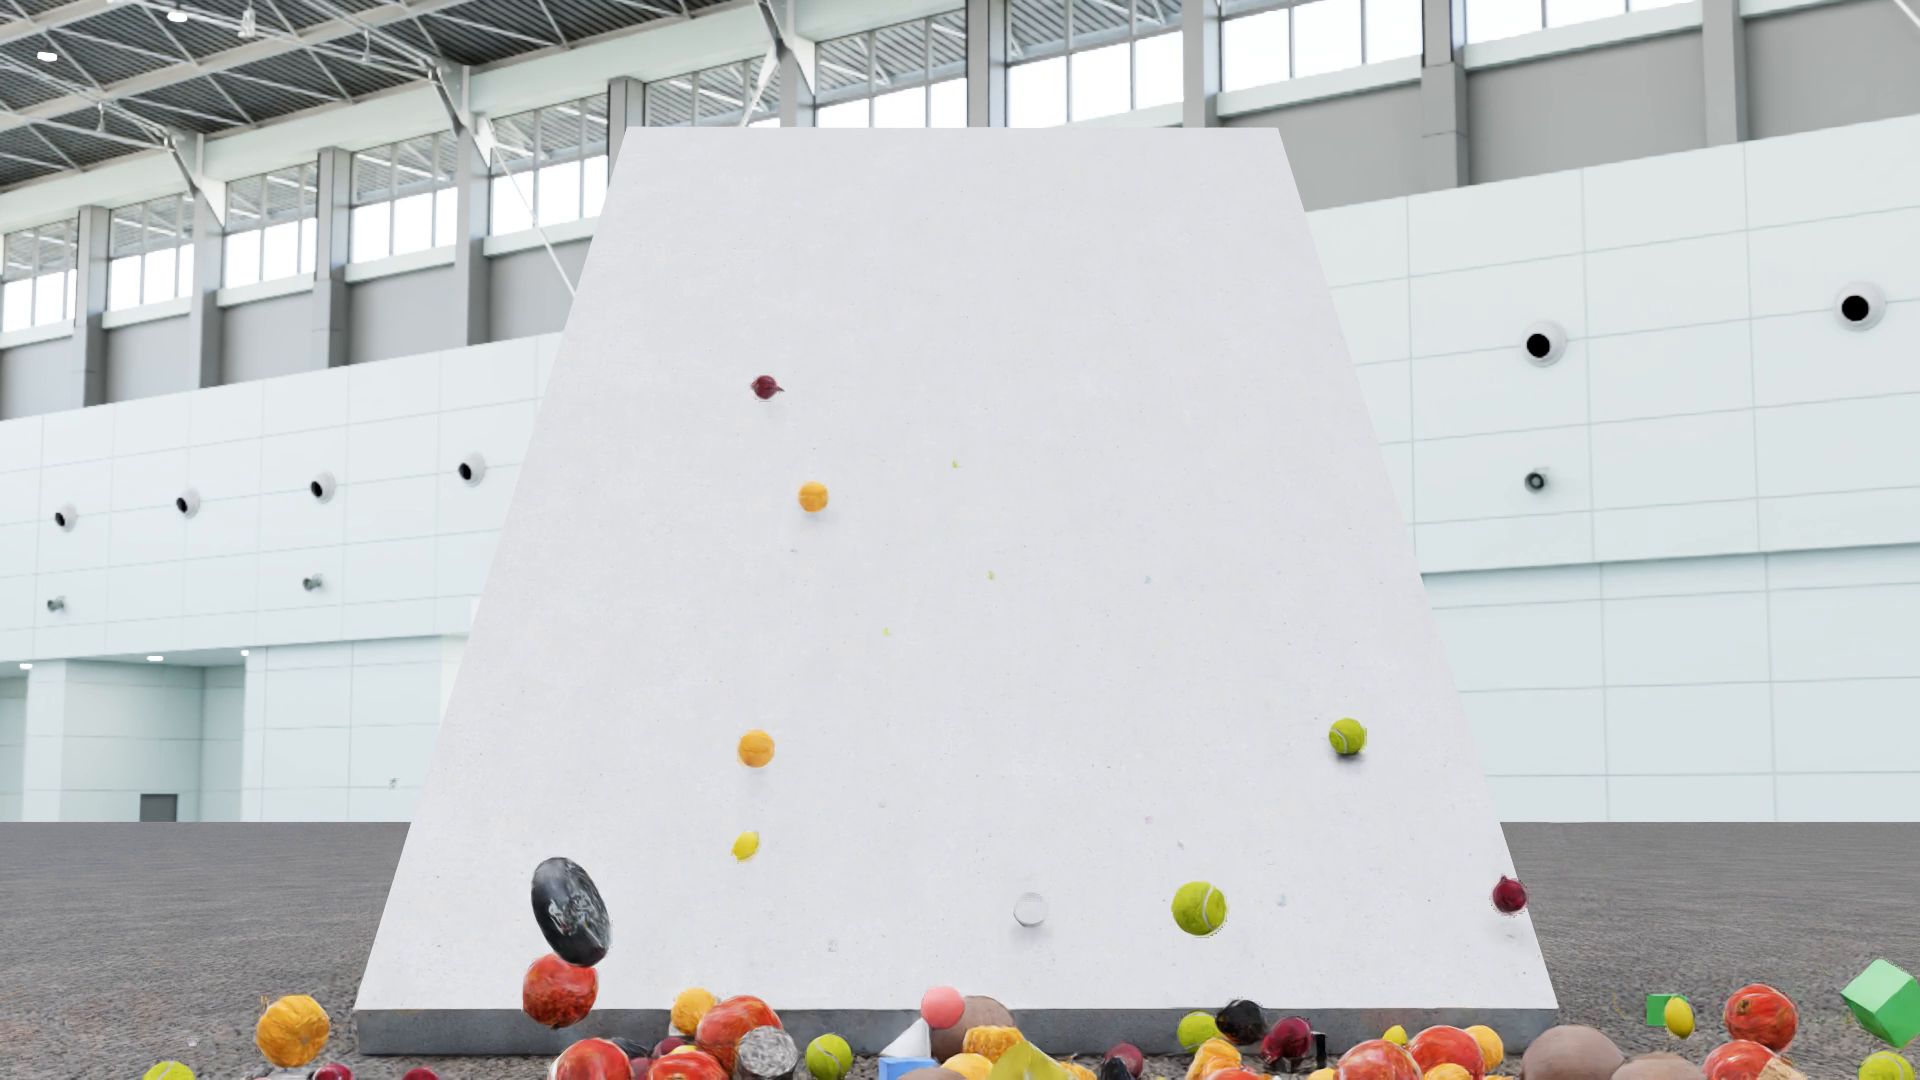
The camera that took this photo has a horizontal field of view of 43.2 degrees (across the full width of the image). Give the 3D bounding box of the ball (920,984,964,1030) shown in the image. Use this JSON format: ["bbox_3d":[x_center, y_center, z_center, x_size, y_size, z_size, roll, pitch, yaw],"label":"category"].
[{"bbox_3d":[-0.024,0.640,3.328,0.060,0.060,0.060,0,-6,0],"label":"ball"}]

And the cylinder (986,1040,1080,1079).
[{"bbox_3d":[0.082,0.595,2.573,0.091,0.091,0.091,38,-17,-13],"label":"cylinder"}]

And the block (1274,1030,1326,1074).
[{"bbox_3d":[0.531,0.800,3.792,0.061,0.061,0.061,2,-7,-16],"label":"block"}]

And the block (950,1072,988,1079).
[{"bbox_3d":[0.027,0.730,3.170,0.060,0.060,0.060,3,-7,-23],"label":"block"}]

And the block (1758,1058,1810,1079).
[{"bbox_3d":[0.989,0.679,2.918,0.076,0.076,0.076,30,7,23],"label":"block"}]

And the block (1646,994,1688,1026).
[{"bbox_3d":[1.353,0.899,4.642,0.056,0.056,0.056,-6,-9,41],"label":"block"}]

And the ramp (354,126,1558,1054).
[{"bbox_3d":[-0.014,-0.203,5.771,2.000,0.100,4.000,0,31,0],"label":"ramp"}]

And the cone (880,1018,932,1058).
[{"bbox_3d":[-0.064,0.734,3.575,0.085,0.085,0.085,21,-20,8],"label":"cone"}]

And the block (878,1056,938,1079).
[{"bbox_3d":[-0.071,0.738,3.283,0.069,0.069,0.069,1,-7,-11],"label":"block"}]

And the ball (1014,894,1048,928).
[{"bbox_3d":[0.122,0.641,4.198,0.059,0.059,0.059,0,-6,0],"label":"ball"}]

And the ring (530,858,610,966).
[{"bbox_3d":[-0.476,0.456,2.974,0.048,0.143,0.143,-26,-12,10],"label":"ring"}]

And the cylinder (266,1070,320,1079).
[{"bbox_3d":[-0.893,0.739,3.248,0.057,0.057,0.057,-1,-7,9],"label":"cylinder"}]

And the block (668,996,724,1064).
[{"bbox_3d":[-0.425,0.790,3.911,0.076,0.076,0.076,-1,-47,1],"label":"block"}]

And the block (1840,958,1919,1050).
[{"bbox_3d":[1.490,0.743,3.893,0.087,0.087,0.087,-40,19,-5],"label":"block"}]

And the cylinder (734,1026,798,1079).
[{"bbox_3d":[-0.240,0.650,2.991,0.072,0.072,0.072,1,-45,-12],"label":"cylinder"}]
